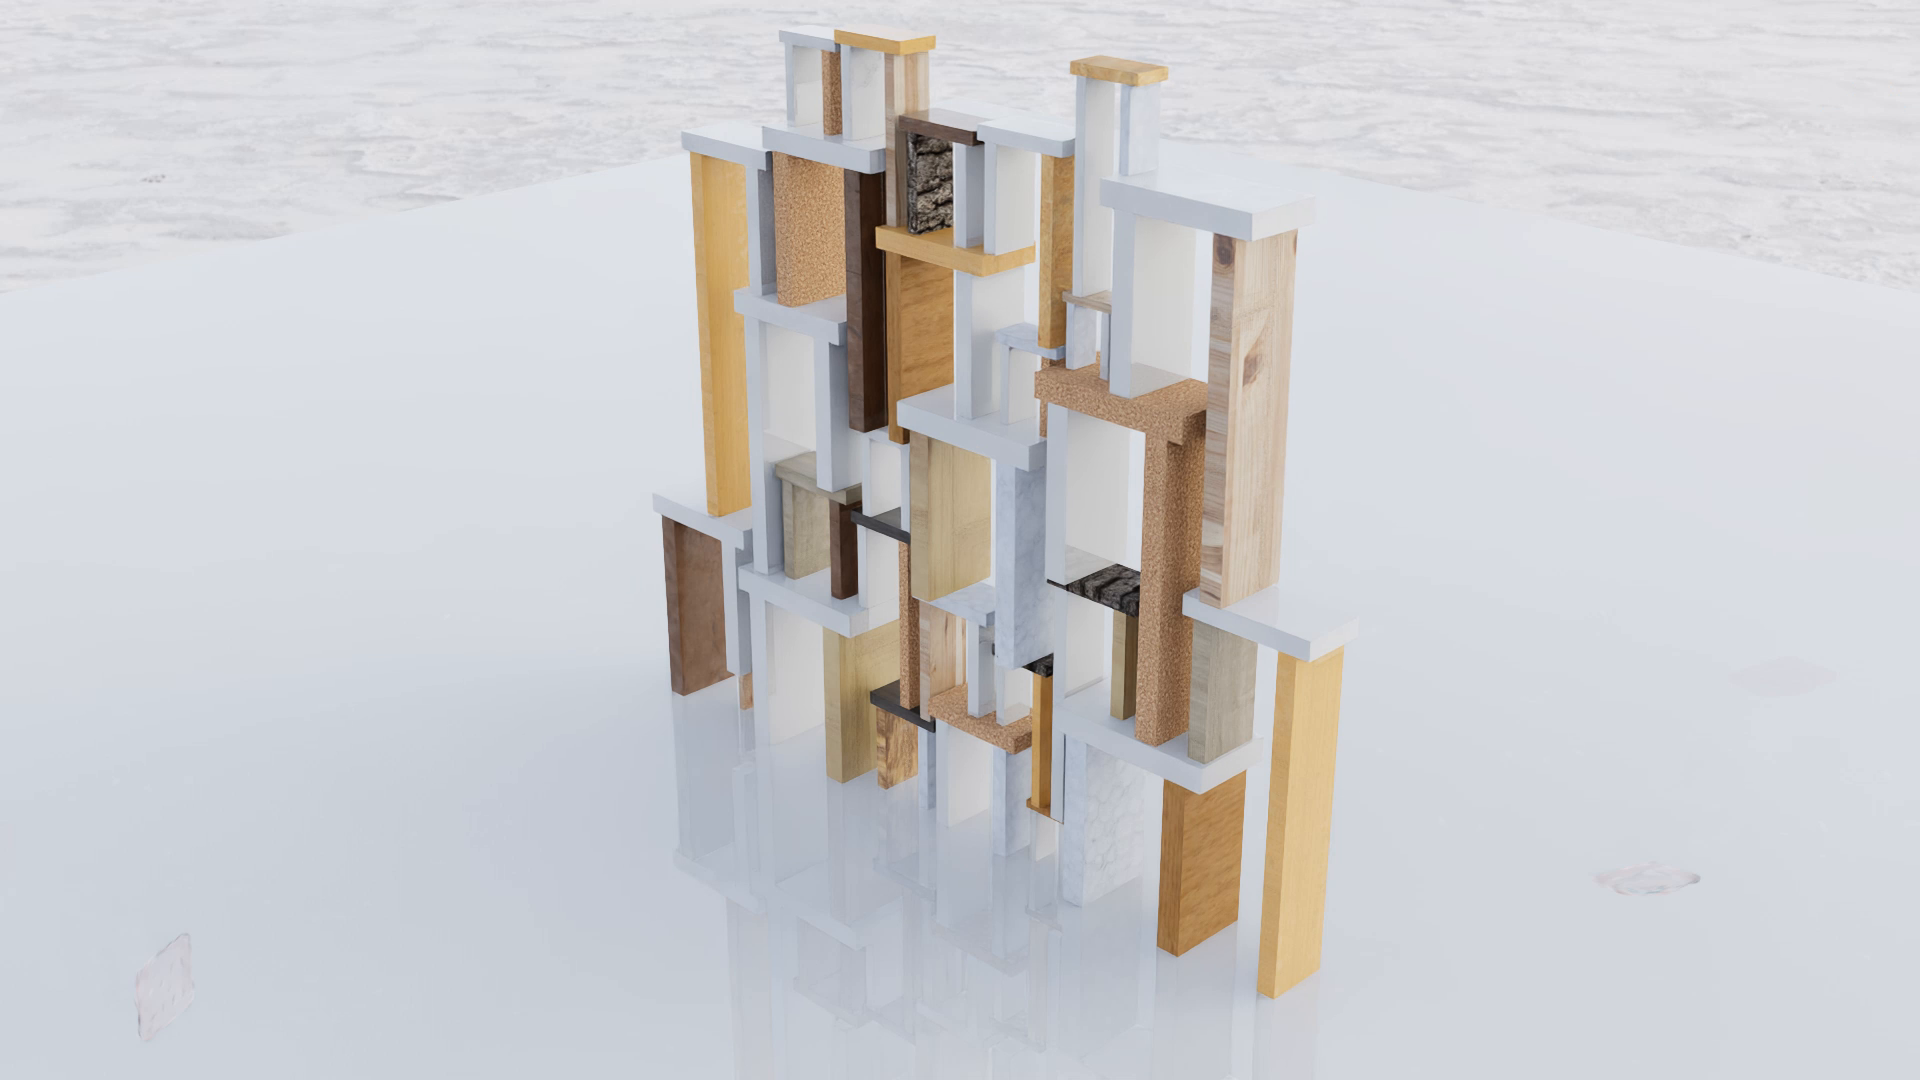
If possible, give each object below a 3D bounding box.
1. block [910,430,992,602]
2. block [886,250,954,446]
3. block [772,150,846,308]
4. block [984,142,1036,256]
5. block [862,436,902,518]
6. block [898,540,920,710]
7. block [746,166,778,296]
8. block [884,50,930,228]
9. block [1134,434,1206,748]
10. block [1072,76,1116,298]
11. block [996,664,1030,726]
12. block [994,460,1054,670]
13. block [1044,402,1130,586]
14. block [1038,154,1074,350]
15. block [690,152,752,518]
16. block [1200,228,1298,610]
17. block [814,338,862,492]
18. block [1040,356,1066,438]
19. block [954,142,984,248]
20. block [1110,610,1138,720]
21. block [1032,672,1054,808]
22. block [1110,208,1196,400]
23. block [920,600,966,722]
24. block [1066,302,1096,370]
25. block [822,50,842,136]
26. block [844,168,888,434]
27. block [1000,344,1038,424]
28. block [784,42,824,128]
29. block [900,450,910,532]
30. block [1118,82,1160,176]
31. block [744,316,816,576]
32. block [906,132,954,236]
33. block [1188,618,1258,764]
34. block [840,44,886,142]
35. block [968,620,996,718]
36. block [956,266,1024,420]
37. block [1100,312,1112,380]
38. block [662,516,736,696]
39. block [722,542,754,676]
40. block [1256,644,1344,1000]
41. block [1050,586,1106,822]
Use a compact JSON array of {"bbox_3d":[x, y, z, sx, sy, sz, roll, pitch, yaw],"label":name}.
[{"bbox_3d":[-0.017,-0.067,4.208,0.048,0.339,0.170,21,31,40],"label":"block"},{"bbox_3d":[-0.074,-0.375,4.152,0.137,0.372,0.039,-21,31,-40],"label":"block"},{"bbox_3d":[-0.288,-0.618,4.282,0.152,0.303,0.043,-21,31,-41],"label":"block"},{"bbox_3d":[0.088,-0.609,3.872,0.028,0.199,0.099,22,32,40],"label":"block"},{"bbox_3d":[-0.155,-0.136,4.337,0.024,0.167,0.083,21,31,41],"label":"block"},{"bbox_3d":[-0.080,0.158,4.384,0.025,0.362,0.089,21,31,41],"label":"block"},{"bbox_3d":[-0.359,-0.623,4.353,0.129,0.257,0.036,-21,31,-41],"label":"block"},{"bbox_3d":[-0.096,-0.735,4.017,0.088,0.317,0.025,-22,31,-40],"label":"block"},{"bbox_3d":[0.386,0.071,3.835,0.167,0.577,0.047,-21,31,-41],"label":"block"},{"bbox_3d":[0.227,-0.602,3.728,0.075,0.378,0.021,-21,31,-41],"label":"block"},{"bbox_3d":[0.103,0.280,4.228,0.072,0.143,0.020,-21,31,-41],"label":"block"},{"bbox_3d":[0.142,0.026,4.074,0.170,0.405,0.048,-21,31,-40],"label":"block"},{"bbox_3d":[0.229,-0.103,3.933,0.167,0.335,0.047,-21,31,-41],"label":"block"},{"bbox_3d":[0.182,-0.507,3.814,0.028,0.342,0.099,22,31,40],"label":"block"},{"bbox_3d":[-0.480,-0.429,4.566,0.036,0.780,0.129,21,31,40],"label":"block"},{"bbox_3d":[0.474,-0.205,3.624,0.160,0.638,0.045,-22,31,-40],"label":"block"},{"bbox_3d":[-0.213,-0.264,4.349,0.044,0.311,0.156,21,31,41],"label":"block"},{"bbox_3d":[0.176,-0.262,3.920,0.075,0.149,0.021,-21,31,-40],"label":"block"},{"bbox_3d":[0.034,-0.621,3.916,0.093,0.186,0.026,-22,31,-40],"label":"block"},{"bbox_3d":[0.321,0.210,3.973,0.106,0.212,0.030,-21,31,-41],"label":"block"},{"bbox_3d":[0.169,0.371,4.193,0.072,0.284,0.020,-21,31,-40],"label":"block"},{"bbox_3d":[0.325,-0.411,3.701,0.160,0.320,0.045,-21,31,-41],"label":"block"},{"bbox_3d":[-0.034,0.225,4.358,0.028,0.259,0.100,21,31,41],"label":"block"},{"bbox_3d":[0.212,-0.362,3.842,0.060,0.120,0.017,-21,31,-41],"label":"block"},{"bbox_3d":[-0.220,-0.841,4.110,0.078,0.157,0.022,-21,31,-40],"label":"block"},{"bbox_3d":[-0.146,-0.467,4.190,0.152,0.510,0.043,-21,31,-40],"label":"block"},{"bbox_3d":[0.107,-0.290,3.986,0.075,0.149,0.021,-21,31,-40],"label":"block"},{"bbox_3d":[-0.294,-0.870,4.178,0.078,0.157,0.022,-22,31,-40],"label":"block"},{"bbox_3d":[-0.076,-0.105,4.265,0.083,0.166,0.024,-21,31,-41],"label":"block"},{"bbox_3d":[0.296,-0.681,3.619,0.075,0.149,0.021,-21,31,-40],"label":"block"},{"bbox_3d":[-0.360,-0.209,4.531,0.044,0.556,0.156,21,31,41],"label":"block"},{"bbox_3d":[-0.054,-0.655,3.997,0.093,0.186,0.026,-22,31,-41],"label":"block"},{"bbox_3d":[0.459,0.243,3.823,0.134,0.268,0.038,-21,31,-41],"label":"block"},{"bbox_3d":[-0.178,-0.833,4.067,0.088,0.175,0.025,-21,31,-40],"label":"block"},{"bbox_3d":[0.061,0.235,4.260,0.100,0.201,0.028,-21,31,-41],"label":"block"},{"bbox_3d":[0.055,-0.370,4.013,0.137,0.275,0.039,-21,31,-40],"label":"block"},{"bbox_3d":[0.269,-0.340,3.790,0.060,0.120,0.017,-21,31,-40],"label":"block"},{"bbox_3d":[-0.581,0.127,4.914,0.043,0.428,0.153,21,31,41],"label":"block"},{"bbox_3d":[-0.436,0.127,4.758,0.043,0.307,0.153,21,31,41],"label":"block"},{"bbox_3d":[0.585,0.476,3.785,0.038,0.667,0.134,21,31,41],"label":"block"},{"bbox_3d":[0.221,0.296,4.118,0.106,0.483,0.030,-21,31,-41],"label":"block"}]
